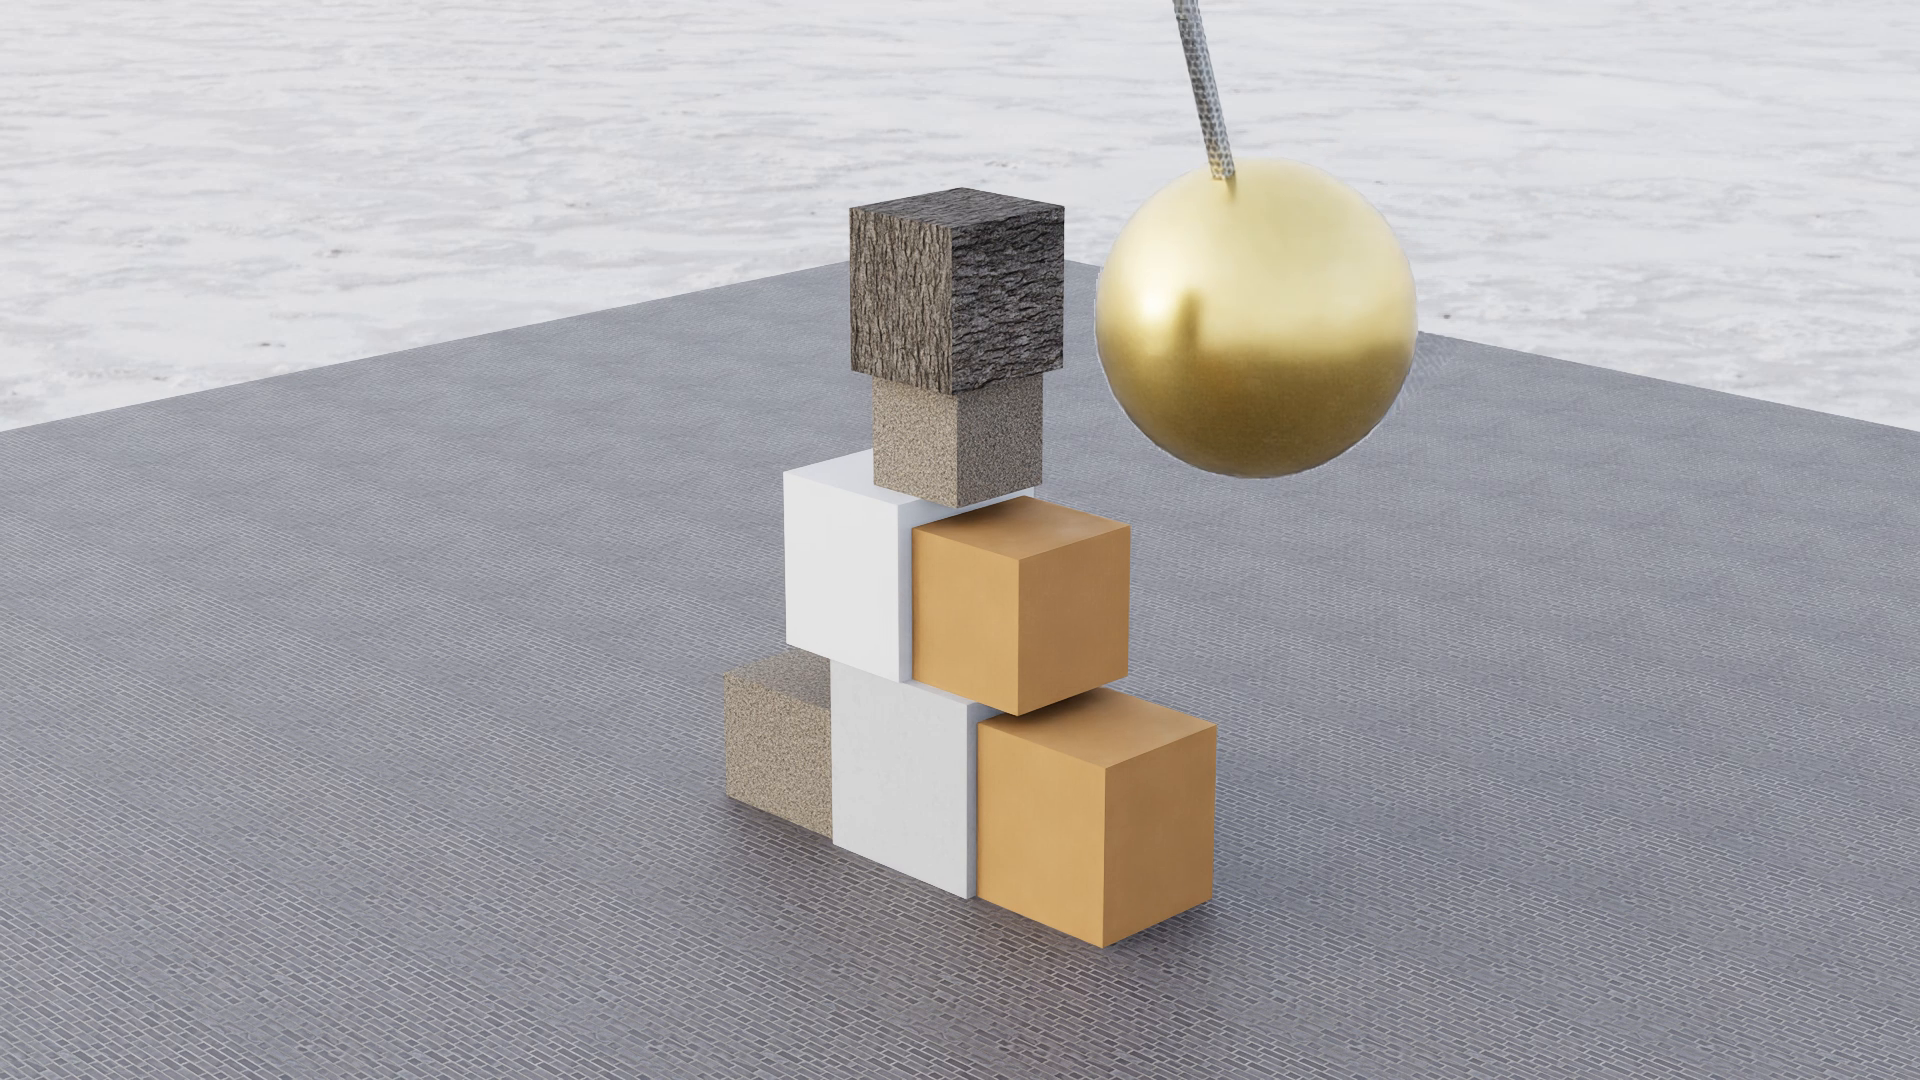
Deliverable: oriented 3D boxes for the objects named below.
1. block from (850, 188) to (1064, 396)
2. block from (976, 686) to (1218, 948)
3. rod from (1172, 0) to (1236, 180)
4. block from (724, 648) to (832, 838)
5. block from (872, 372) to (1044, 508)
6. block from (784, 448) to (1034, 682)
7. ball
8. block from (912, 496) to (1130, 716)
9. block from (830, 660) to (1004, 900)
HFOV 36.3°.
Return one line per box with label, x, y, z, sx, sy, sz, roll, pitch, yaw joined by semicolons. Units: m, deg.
block;-0.013;-1.112;12.979;0.701;0.733;0.638;-17;24;-42
block;0.607;1.211;13.093;0.733;0.838;0.766;-17;24;-42
rod;0.636;-3.894;12.784;0.080;5.200;0.080;17;44;42
block;-0.605;0.952;14.246;0.726;0.642;0.800;-17;24;-42
block;-0.010;-0.507;13.172;0.545;0.538;0.534;-17;24;-42
block;-0.234;0.073;13.615;0.874;0.834;0.755;-17;24;-42
ball;1.467;-1.100;14.534;1.600;1.600;1.600;0;17;0
block;0.274;0.281;13.149;0.720;0.715;0.659;-17;24;-42
block;0.010;0.991;13.637;0.830;0.932;0.887;-17;24;-42
